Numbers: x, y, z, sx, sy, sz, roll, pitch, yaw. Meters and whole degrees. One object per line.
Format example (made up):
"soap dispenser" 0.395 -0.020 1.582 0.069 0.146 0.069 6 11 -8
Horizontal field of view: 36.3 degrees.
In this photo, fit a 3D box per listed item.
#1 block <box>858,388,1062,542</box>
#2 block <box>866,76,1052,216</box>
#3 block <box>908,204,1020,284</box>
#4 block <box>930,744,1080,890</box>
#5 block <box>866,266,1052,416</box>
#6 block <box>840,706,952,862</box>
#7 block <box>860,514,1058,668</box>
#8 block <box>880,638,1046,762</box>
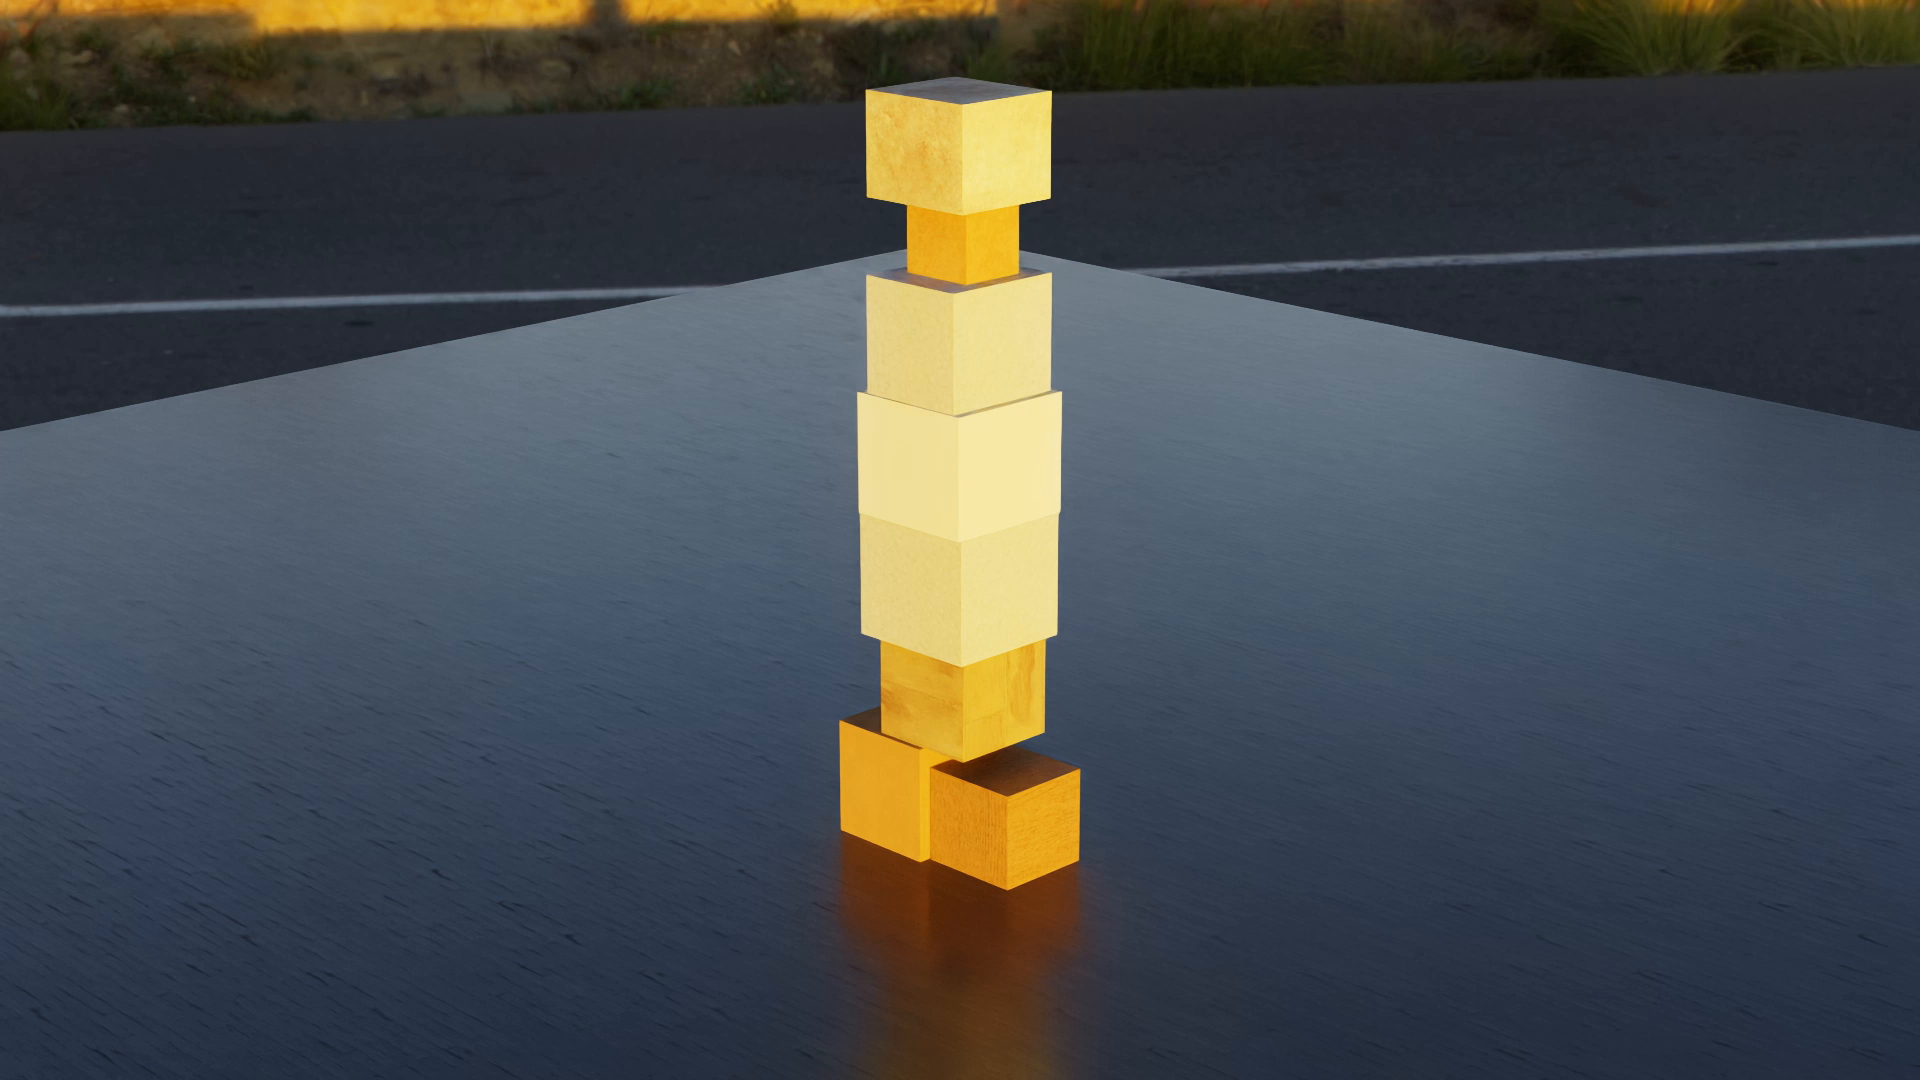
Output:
"block" -0.002 -0.395 13.216 0.653 0.565 0.641 -17 24 -42
"block" -0.006 -1.727 12.792 0.546 0.471 0.593 -17 24 -42
"block" 0.013 -1.345 12.933 0.329 0.341 0.367 -17 24 -42
"block" 0.208 1.267 13.550 0.479 0.457 0.496 -17 24 -42
"block" -0.004 -0.921 13.049 0.614 0.539 0.545 -17 24 -42
"block" -0.178 1.111 13.879 0.558 0.557 0.540 -17 24 -42
"block" -0.004 0.154 13.386 0.622 0.584 0.650 -17 24 -42
"block" 0.014 0.661 13.564 0.536 0.491 0.537 -17 24 -42
